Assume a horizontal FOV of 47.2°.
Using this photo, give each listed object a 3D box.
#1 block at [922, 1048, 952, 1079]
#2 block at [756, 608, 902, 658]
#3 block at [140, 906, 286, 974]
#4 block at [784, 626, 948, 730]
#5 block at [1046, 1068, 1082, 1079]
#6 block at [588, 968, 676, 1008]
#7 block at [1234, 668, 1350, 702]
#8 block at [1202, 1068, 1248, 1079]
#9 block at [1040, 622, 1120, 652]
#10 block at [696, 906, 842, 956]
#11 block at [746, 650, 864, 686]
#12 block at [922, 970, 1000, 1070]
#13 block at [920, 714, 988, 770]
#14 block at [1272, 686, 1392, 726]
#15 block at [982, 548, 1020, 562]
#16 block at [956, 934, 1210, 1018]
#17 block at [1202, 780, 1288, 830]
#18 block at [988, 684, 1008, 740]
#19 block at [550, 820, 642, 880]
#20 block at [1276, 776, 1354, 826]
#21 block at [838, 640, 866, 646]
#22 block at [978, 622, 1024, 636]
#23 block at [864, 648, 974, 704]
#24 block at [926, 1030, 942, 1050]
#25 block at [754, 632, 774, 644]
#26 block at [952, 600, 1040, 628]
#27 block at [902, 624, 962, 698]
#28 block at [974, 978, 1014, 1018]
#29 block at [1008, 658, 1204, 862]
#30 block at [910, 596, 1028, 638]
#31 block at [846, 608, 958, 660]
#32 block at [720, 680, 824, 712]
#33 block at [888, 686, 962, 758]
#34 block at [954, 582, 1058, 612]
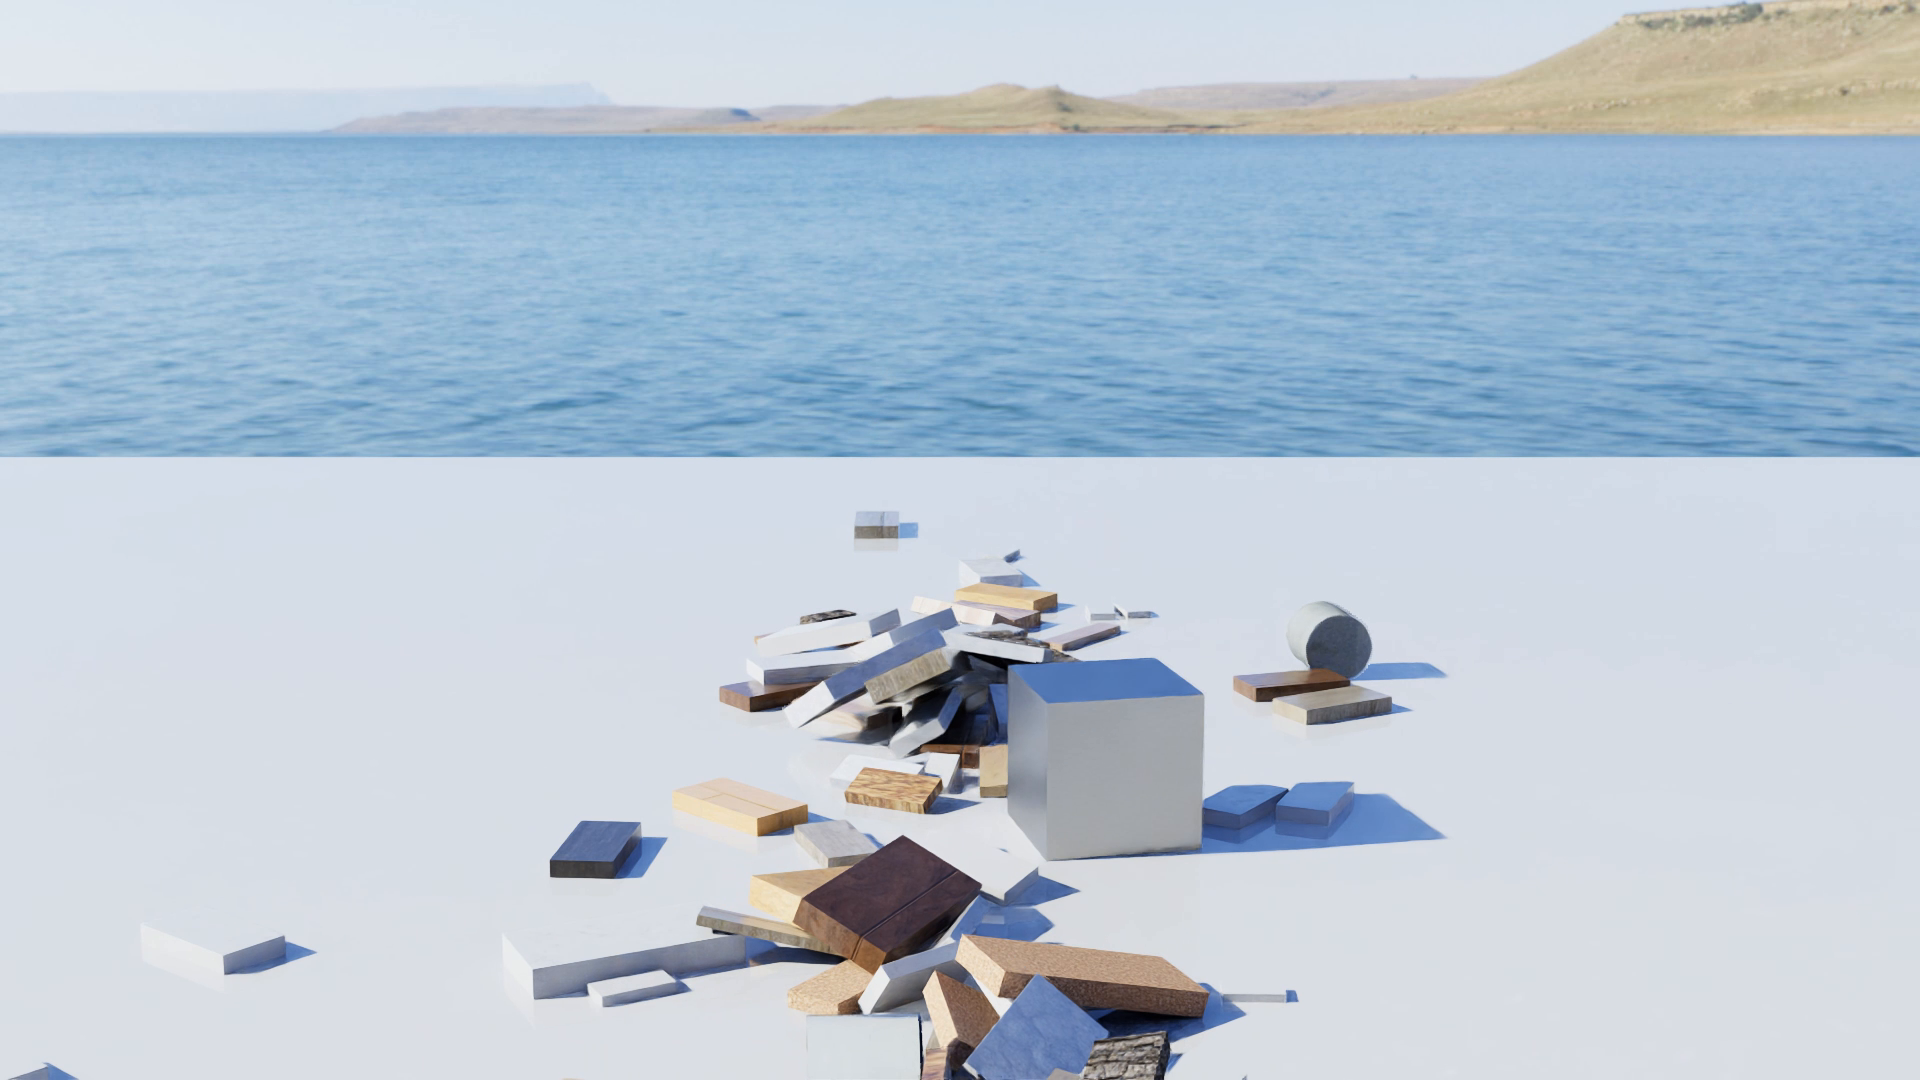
[{"bbox_3d":[-0.027,0.699,2.658,0.027,0.095,0.189,-8,10,5],"label":"block"},{"bbox_3d":[-0.315,0.225,5.308,0.312,0.044,0.156,-11,5,26],"label":"block"},{"bbox_3d":[-1.162,0.620,3.420,0.220,0.031,0.110,8,13,37],"label":"block"},{"bbox_3d":[-0.198,0.290,4.644,0.337,0.048,0.168,-24,-8,-42],"label":"block"},{"bbox_3d":[0.129,0.730,2.652,0.134,0.038,0.268,15,16,19],"label":"block"},{"bbox_3d":[-0.484,0.661,3.244,0.117,0.017,0.058,-6,12,-30],"label":"block"},{"bbox_3d":[0.752,0.329,4.985,0.235,0.033,0.117,-3,11,-18],"label":"block"},{"bbox_3d":[0.341,0.725,2.907,0.046,0.013,0.093,6,12,28],"label":"block"},{"bbox_3d":[0.303,0.241,5.497,0.064,0.018,0.262,8,13,36],"label":"block"},{"bbox_3d":[-0.259,0.605,3.371,0.287,0.017,0.058,12,4,1],"label":"block"},{"bbox_3d":[-0.350,0.289,5.005,0.245,0.035,0.122,-4,11,-23],"label":"block"},{"bbox_3d":[0.027,0.670,2.981,0.125,0.035,0.250,28,5,-12],"label":"block"},{"bbox_3d":[-0.010,0.413,4.532,0.116,0.033,0.294,1,11,5],"label":"block"},{"bbox_3d":[0.815,0.361,4.813,0.235,0.033,0.117,-6,12,-29],"label":"block"},{"bbox_3d":[0.123,0.045,6.555,0.066,0.019,0.132,4,11,22],"label":"block"},{"bbox_3d":[0.176,0.621,3.130,0.344,0.038,0.134,12,7,-28],"label":"block"},{"bbox_3d":[0.525,0.494,4.110,0.099,0.028,0.199,7,13,34],"label":"block"},{"bbox_3d":[0.231,0.358,4.674,0.324,0.041,0.143,-2,31,-8],"label":"block"},{"bbox_3d":[-0.636,0.541,3.849,0.110,0.031,0.220,1,11,4],"label":"block"},{"bbox_3d":[0.669,0.490,4.132,0.099,0.028,0.199,5,11,23],"label":"block"},{"bbox_3d":[-0.234,0.248,5.456,0.136,0.019,0.068,1,11,4],"label":"block"},{"bbox_3d":[0.098,0.221,5.220,0.064,0.018,0.129,14,11,23],"label":"block"},{"bbox_3d":[-0.081,0.288,4.654,0.168,0.048,0.493,-25,-6,4],"label":"block"},{"bbox_3d":[-0.012,0.690,3.011,0.059,0.017,0.117,0,3,6],"label":"block"},{"bbox_3d":[-0.426,0.242,5.490,0.169,0.019,0.068,-10,15,-44],"label":"block"},{"bbox_3d":[0.071,0.197,5.687,0.248,0.035,0.124,7,13,34],"label":"block"},{"bbox_3d":[-0.072,0.282,5.217,0.139,0.039,0.584,0,11,-2],"label":"block"},{"bbox_3d":[0.103,0.652,3.103,0.125,0.035,0.250,23,4,-17],"label":"block"},{"bbox_3d":[0.258,0.390,3.971,0.284,0.284,0.284,-2,11,-13],"label":"block"},{"bbox_3d":[0.024,0.200,5.502,0.277,0.039,0.139,10,-12,43],"label":"block"},{"bbox_3d":[-0.145,0.227,5.005,0.156,0.044,0.449,-21,-2,-19],"label":"block"},{"bbox_3d":[-0.403,0.338,4.931,0.245,0.035,0.122,-8,13,-38],"label":"block"},{"bbox_3d":[-0.070,0.376,4.551,0.116,0.033,0.232,-29,7,14],"label":"block"},{"bbox_3d":[0.124,0.156,5.910,0.248,0.035,0.124,7,13,33],"label":"block"}]
